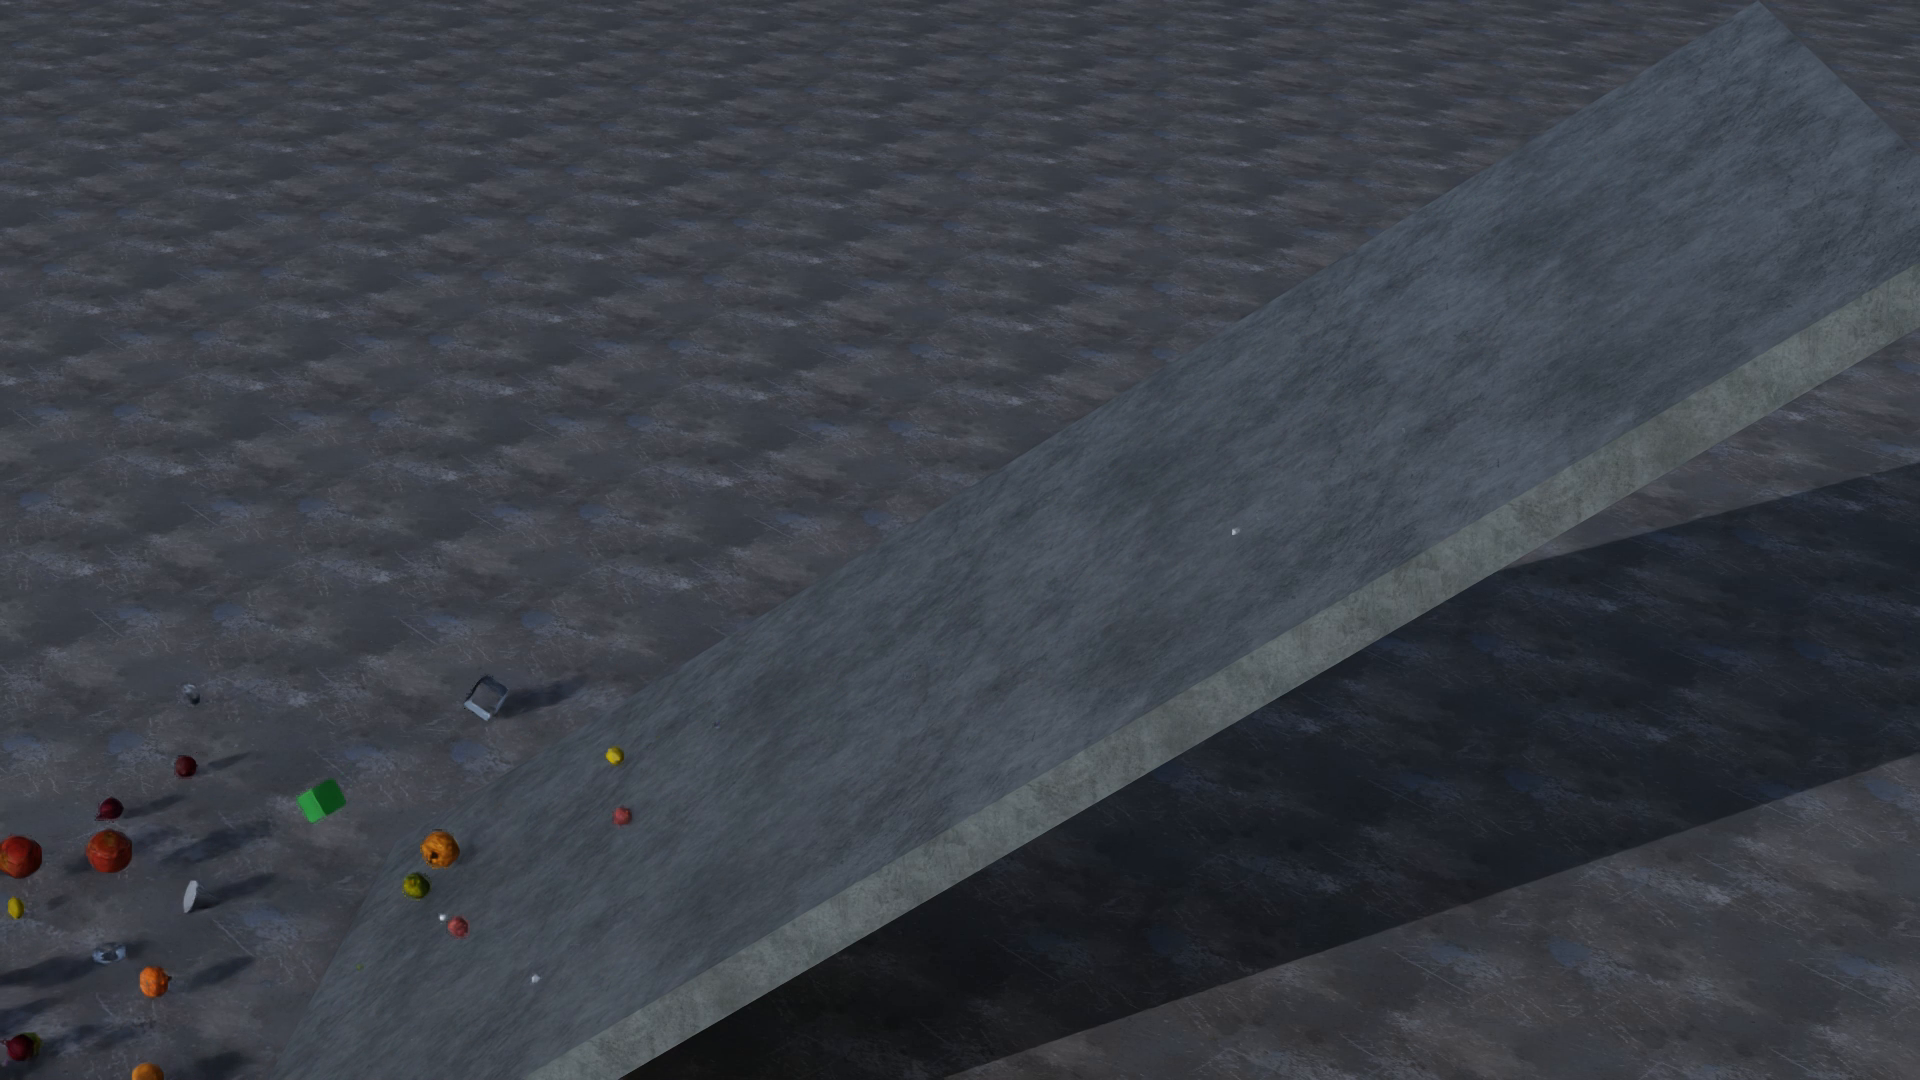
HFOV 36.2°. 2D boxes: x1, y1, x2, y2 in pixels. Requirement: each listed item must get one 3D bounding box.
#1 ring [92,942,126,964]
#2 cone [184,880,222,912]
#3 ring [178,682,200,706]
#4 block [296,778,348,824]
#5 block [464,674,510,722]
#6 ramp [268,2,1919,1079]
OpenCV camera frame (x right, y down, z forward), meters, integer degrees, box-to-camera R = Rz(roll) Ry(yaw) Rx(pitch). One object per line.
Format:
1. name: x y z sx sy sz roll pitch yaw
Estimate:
1. ring: -2.111 1.024 7.297 0.082 0.027 0.082 0 22 0
2. cone: -1.936 0.923 7.548 0.085 0.085 0.085 19 10 -30
3. ring: -2.277 0.457 8.684 0.078 0.078 0.026 13 32 31
4. block: -1.666 0.681 7.680 0.077 0.077 0.077 -27 3 43
5. block: -1.388 0.463 8.630 0.085 0.085 0.085 34 16 1
6. ramp: 0.138 0.172 6.300 4.000 0.100 2.000 -32 16 14
